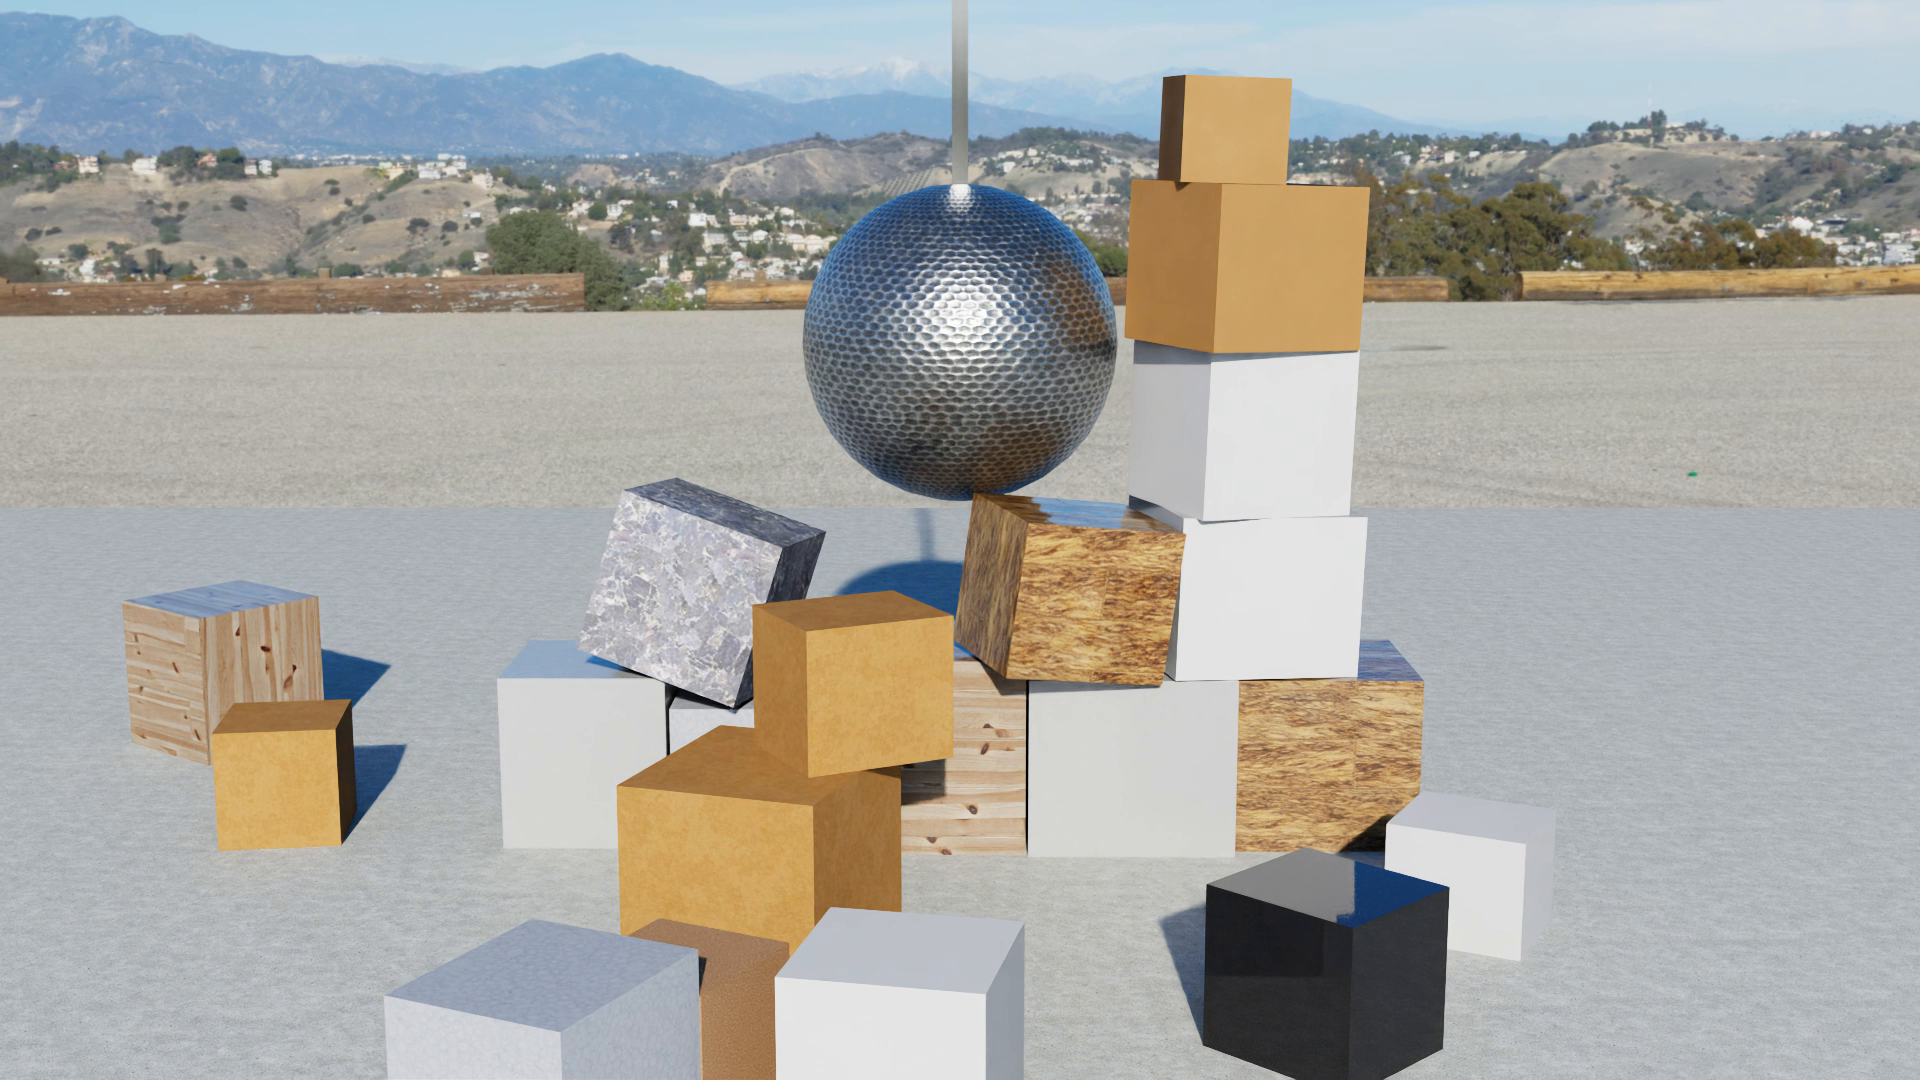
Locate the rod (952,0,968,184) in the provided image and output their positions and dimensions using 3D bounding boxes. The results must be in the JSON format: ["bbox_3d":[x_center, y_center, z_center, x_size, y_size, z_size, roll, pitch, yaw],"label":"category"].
[{"bbox_3d":[0.000,-4.327,10.454,0.080,5.200,0.080,0,12,0],"label":"rod"}]

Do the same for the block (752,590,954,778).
[{"bbox_3d":[-0.478,0.623,9.752,0.695,0.639,0.617,-5,12,-27],"label":"block"}]

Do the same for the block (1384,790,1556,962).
[{"bbox_3d":[2.288,1.495,9.866,0.615,0.529,0.565,5,12,27],"label":"block"}]

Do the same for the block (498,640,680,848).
[{"bbox_3d":[-1.876,1.042,11.380,0.829,0.878,0.846,0,10,0],"label":"block"}]

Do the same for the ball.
[{"bbox_3d":[0.000,-0.997,11.139,1.600,1.600,1.600,0,10,0],"label":"ball"}]

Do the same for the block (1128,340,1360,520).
[{"bbox_3d":[1.399,-0.579,10.964,0.815,0.815,0.808,-2,11,-22],"label":"block"}]

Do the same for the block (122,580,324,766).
[{"bbox_3d":[-4.336,0.764,12.972,0.791,0.856,0.790,8,13,38],"label":"block"}]

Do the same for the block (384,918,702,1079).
[{"bbox_3d":[-1.371,1.818,7.341,0.689,0.796,0.788,5,11,25],"label":"block"}]

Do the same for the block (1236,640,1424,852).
[{"bbox_3d":[1.829,1.045,11.364,0.916,0.879,0.917,0,10,0],"label":"block"}]

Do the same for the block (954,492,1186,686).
[{"bbox_3d":[0.525,0.234,10.789,0.825,0.753,0.724,4,11,-22],"label":"block"}]

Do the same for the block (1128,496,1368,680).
[{"bbox_3d":[1.427,0.205,11.179,0.944,0.804,0.911,0,11,-12],"label":"block"}]

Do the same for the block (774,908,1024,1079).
[{"bbox_3d":[-0.196,1.782,7.740,0.726,0.725,0.704,2,11,12],"label":"block"}]

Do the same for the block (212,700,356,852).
[{"bbox_3d":[-3.457,1.197,11.291,0.597,0.605,0.616,-1,10,-8],"label":"block"}]

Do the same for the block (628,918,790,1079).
[{"bbox_3d":[-1.005,1.797,7.935,0.568,0.626,0.576,5,12,27],"label":"block"}]

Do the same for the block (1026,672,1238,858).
[{"bbox_3d":[0.854,1.037,11.352,1.026,0.898,1.066,0,10,0],"label":"block"}]

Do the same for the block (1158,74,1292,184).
[{"bbox_3d":[1.264,-1.965,10.541,0.511,0.492,0.482,0,10,-8],"label":"block"}]

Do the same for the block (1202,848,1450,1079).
[{"bbox_3d":[1.423,1.663,8.565,0.640,0.664,0.684,-10,14,-44],"label":"block"}]

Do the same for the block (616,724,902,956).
[{"bbox_3d":[-0.858,1.378,9.683,0.895,0.823,1.036,3,11,18],"label":"block"}]

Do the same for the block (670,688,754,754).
[{"bbox_3d":[-1.052,1.127,11.376,0.790,0.713,0.746,0,10,0],"label":"block"}]

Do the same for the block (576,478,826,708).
[{"bbox_3d":[-1.299,0.247,11.145,0.857,0.835,0.771,20,10,10],"label":"block"}]

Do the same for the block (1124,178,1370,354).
[{"bbox_3d":[1.387,-1.345,10.713,0.853,0.780,0.779,-4,12,-28],"label":"block"}]

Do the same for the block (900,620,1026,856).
[{"bbox_3d":[-0.152,0.996,11.329,0.971,0.987,0.953,0,10,1],"label":"block"}]
